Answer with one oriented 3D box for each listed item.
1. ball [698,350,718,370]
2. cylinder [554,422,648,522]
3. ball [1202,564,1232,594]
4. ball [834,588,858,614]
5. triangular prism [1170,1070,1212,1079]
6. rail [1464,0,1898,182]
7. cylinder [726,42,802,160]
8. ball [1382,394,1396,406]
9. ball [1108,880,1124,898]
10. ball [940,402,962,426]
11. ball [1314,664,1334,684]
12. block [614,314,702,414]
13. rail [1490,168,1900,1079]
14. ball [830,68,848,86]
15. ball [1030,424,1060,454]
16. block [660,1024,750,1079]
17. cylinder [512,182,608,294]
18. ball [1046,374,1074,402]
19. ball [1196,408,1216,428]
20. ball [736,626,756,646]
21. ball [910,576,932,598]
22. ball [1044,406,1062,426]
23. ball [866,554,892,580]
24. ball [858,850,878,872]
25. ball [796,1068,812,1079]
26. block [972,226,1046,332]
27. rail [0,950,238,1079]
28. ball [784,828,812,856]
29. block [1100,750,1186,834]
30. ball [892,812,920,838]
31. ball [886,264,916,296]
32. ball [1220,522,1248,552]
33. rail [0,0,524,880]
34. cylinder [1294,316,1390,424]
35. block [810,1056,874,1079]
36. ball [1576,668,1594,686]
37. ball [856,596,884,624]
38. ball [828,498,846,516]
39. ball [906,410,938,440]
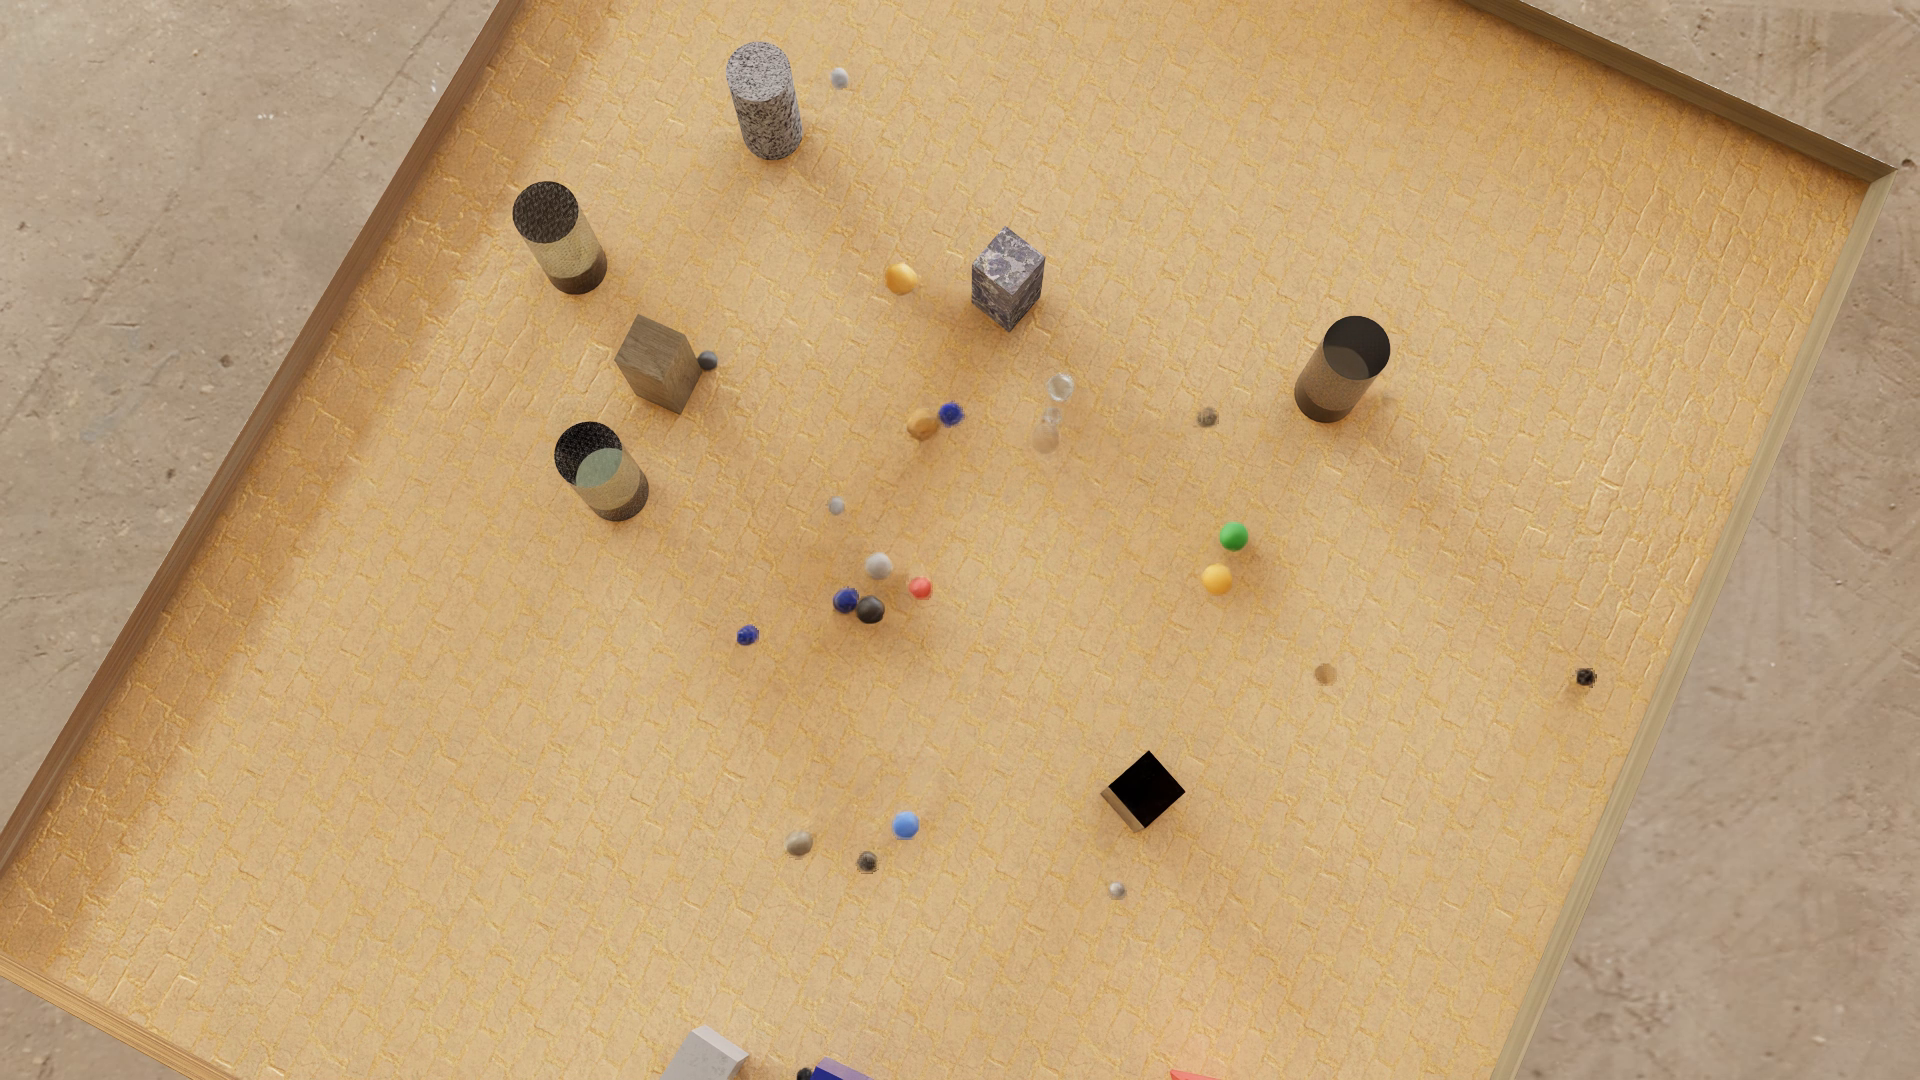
[{"bbox_3d":[-0.785,-0.559,5.700,0.063,0.063,0.063,0,78,0],"label":"ball"},{"bbox_3d":[-1.055,-0.197,5.425,0.194,0.454,0.194,0,78,0],"label":"cylinder"},{"bbox_3d":[0.777,0.116,5.547,0.090,0.090,0.090,0,78,0],"label":"ball"},{"bbox_3d":[-0.346,0.184,5.540,0.075,0.075,0.075,0,78,0],"label":"ball"},{"bbox_3d":[0.662,1.546,5.124,0.146,0.337,0.168,41,81,8],"label":"triangular prism"},{"bbox_3d":[1.048,-2.046,5.974,4.199,0.126,0.045,26,80,5],"label":"rail"},{"bbox_3d":[-0.602,-1.354,5.677,0.194,0.430,0.194,0,78,0],"label":"cylinder"},{"bbox_3d":[1.330,-0.435,5.686,0.041,0.041,0.041,0,78,0],"label":"ball"},{"bbox_3d":[0.459,1.025,5.379,0.049,0.049,0.049,0,78,0],"label":"ball"},{"bbox_3d":[-0.029,-0.389,5.660,0.072,0.072,0.072,0,78,0],"label":"ball"},{"bbox_3d":[1.096,0.402,5.503,0.059,0.059,0.059,0,78,0],"label":"ball"},{"bbox_3d":[-0.907,-0.526,5.537,0.155,0.369,0.155,24,79,5],"label":"block"},{"bbox_3d":[1.857,0.916,5.362,0.045,0.126,4.734,26,80,5],"label":"rail"},{"bbox_3d":[-0.389,-1.488,5.894,0.061,0.061,0.061,0,78,0],"label":"ball"},{"bbox_3d":[0.262,-0.311,5.634,0.092,0.092,0.092,0,78,0],"label":"ball"},{"bbox_3d":[-0.717,1.483,5.161,0.155,0.291,0.155,32,80,6],"label":"block"},{"bbox_3d":[-1.212,-0.913,5.576,0.194,0.449,0.194,0,78,0],"label":"cylinder"},{"bbox_3d":[0.311,-0.471,5.670,0.086,0.086,0.086,0,78,0],"label":"ball"},{"bbox_3d":[0.763,-0.377,5.663,0.062,0.062,0.062,0,78,0],"label":"ball"},{"bbox_3d":[-0.644,0.289,5.526,0.061,0.061,0.061,0,78,0],"label":"ball"},{"bbox_3d":[-0.120,0.144,5.553,0.066,0.066,0.066,0,78,0],"label":"ball"},{"bbox_3d":[0.288,-0.382,5.666,0.058,0.058,0.058,0,78,0],"label":"ball"},{"bbox_3d":[-0.246,0.082,5.558,0.081,0.081,0.081,0,78,0],"label":"ball"},{"bbox_3d":[-0.271,0.944,5.391,0.060,0.060,0.060,0,78,0],"label":"ball"},{"bbox_3d":[-0.445,1.547,5.269,0.053,0.053,0.053,0,78,0],"label":"ball"},{"bbox_3d":[0.145,-0.793,5.601,0.155,0.352,0.155,39,81,7],"label":"block"},{"bbox_3d":[-1.048,2.059,5.125,4.199,0.126,0.045,26,80,5],"label":"rail"},{"bbox_3d":[-0.474,0.890,5.391,0.081,0.081,0.081,0,78,0],"label":"ball"},{"bbox_3d":[0.526,0.732,5.307,0.155,0.310,0.155,-40,81,-8],"label":"block"},{"bbox_3d":[-0.159,0.839,5.402,0.079,0.079,0.079,0,78,0],"label":"ball"},{"bbox_3d":[-0.184,-0.815,5.736,0.096,0.096,0.096,0,78,0],"label":"ball"},{"bbox_3d":[0.833,-0.010,5.573,0.089,0.089,0.089,0,78,0],"label":"ball"},{"bbox_3d":[-1.857,-0.902,5.738,0.045,0.126,4.734,26,80,5],"label":"rail"},{"bbox_3d":[1.139,-0.505,5.485,0.194,0.463,0.194,0,78,0],"label":"cylinder"},{"bbox_3d":[-0.350,1.557,5.101,0.155,0.379,0.155,24,79,5],"label":"block"},{"bbox_3d":[1.878,0.413,5.504,0.052,0.052,0.052,0,78,0],"label":"ball"},{"bbox_3d":[-0.270,0.212,5.529,0.085,0.085,0.085,0,78,0],"label":"ball"},{"bbox_3d":[-0.378,-0.103,5.610,0.054,0.054,0.054,0,78,0],"label":"ball"},{"bbox_3d":[-0.116,-0.353,5.640,0.096,0.096,0.096,0,78,0],"label":"ball"}]
